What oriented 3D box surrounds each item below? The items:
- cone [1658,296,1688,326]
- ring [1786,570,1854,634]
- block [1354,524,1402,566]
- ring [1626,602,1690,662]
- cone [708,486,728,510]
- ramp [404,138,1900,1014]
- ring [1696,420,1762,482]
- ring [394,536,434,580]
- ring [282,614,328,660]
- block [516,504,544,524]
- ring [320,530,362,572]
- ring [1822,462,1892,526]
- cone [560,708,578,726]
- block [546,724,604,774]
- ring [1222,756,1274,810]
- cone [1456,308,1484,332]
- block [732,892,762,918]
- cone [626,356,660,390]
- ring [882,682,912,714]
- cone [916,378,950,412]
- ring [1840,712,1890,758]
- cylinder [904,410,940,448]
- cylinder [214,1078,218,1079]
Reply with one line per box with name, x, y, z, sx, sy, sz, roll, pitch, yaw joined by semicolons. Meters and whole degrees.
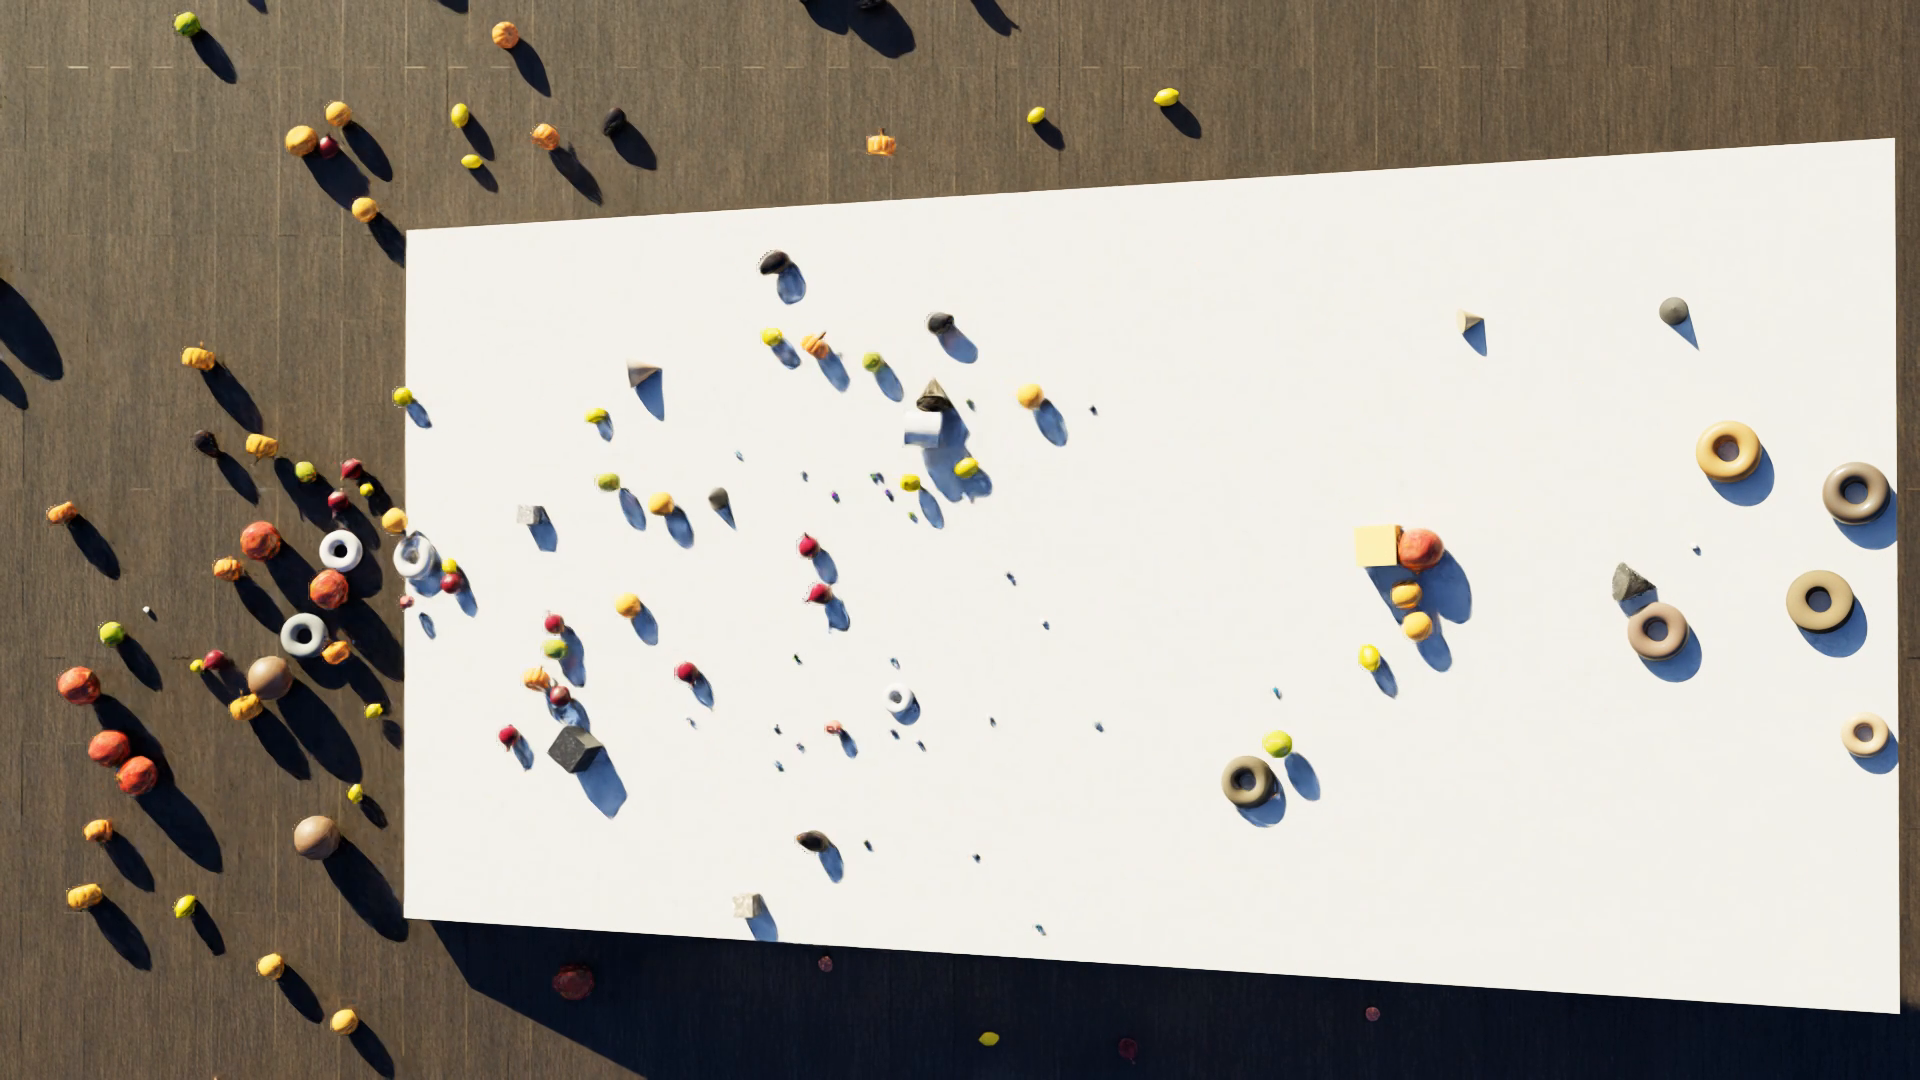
cone;1.676;-0.542;5.167;0.067;0.067;0.067;0;89;20
ring;1.978;0.142;5.058;0.148;0.049;0.148;-1;88;20
block;1.025;0.014;5.383;0.097;0.097;0.097;-3;88;20
ring;1.644;0.216;5.180;0.141;0.047;0.141;0;90;21
cone;-0.677;-0.115;6.025;0.066;0.066;0.066;0;89;20
ramp;0.281;0.089;5.760;4.000;0.100;2.000;0;89;20
ring;1.793;-0.206;5.130;0.146;0.049;0.146;-1;88;20
ring;-1.580;0.051;6.366;0.131;0.044;0.131;-1;88;20
ring;-1.928;0.284;6.470;0.139;0.046;0.139;0;89;-1
block;-1.219;-0.072;6.230;0.054;0.054;0.054;3;90;20
ring;-1.822;0.033;6.476;0.124;0.041;0.124;0;90;-1
ring;2.052;-0.106;5.034;0.148;0.049;0.148;-1;88;20
cone;-1.113;0.499;6.183;0.055;0.055;0.055;0;89;20
block;-1.076;0.585;6.148;0.093;0.093;0.093;39;102;16
ring;0.722;0.607;5.514;0.135;0.045;0.135;0;89;19
cone;1.247;-0.536;5.346;0.060;0.060;0.060;-6;89;-7
block;-0.579;0.993;5.979;0.058;0.058;0.058;-5;88;20
cone;-0.877;-0.472;6.116;0.094;0.094;0.094;-9;89;-7
ring;-0.165;0.422;5.851;0.086;0.029;0.086;0;90;19
cone;-0.070;-0.397;5.820;0.090;0.090;0.090;2;61;0
ring;2.070;0.445;5.027;0.106;0.035;0.106;-1;88;21
cylinder;-0.099;-0.291;5.783;0.093;0.093;0.093;3;89;1
cylinder;-2.203;1.633;6.432;0.085;0.085;0.085;-18;89;0
